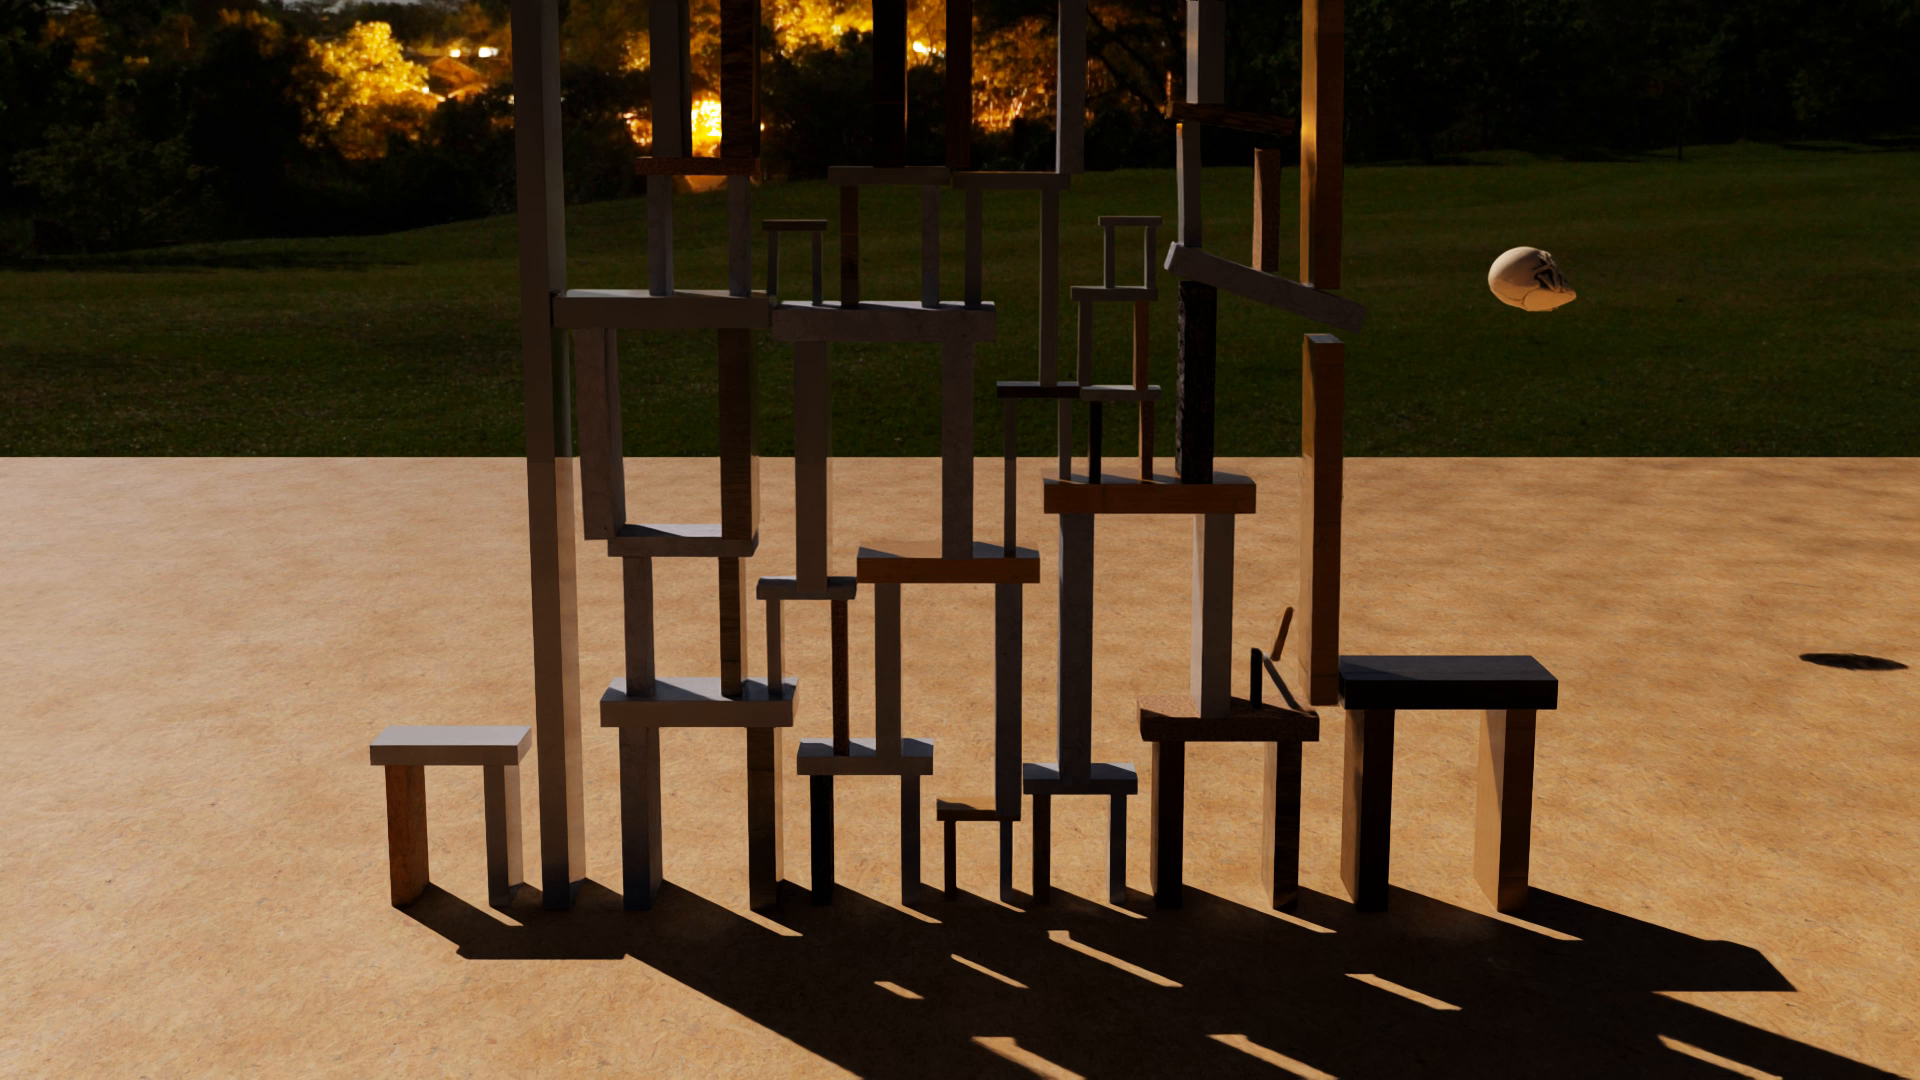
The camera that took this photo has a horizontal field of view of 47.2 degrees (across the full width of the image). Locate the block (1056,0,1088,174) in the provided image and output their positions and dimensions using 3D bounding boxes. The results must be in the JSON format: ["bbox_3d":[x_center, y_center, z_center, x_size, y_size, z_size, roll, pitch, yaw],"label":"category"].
[{"bbox_3d":[0.173,-0.709,3.421,0.037,0.272,0.131,1,11,0],"label":"block"}]

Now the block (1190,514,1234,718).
[{"bbox_3d":[0.410,0.107,3.581,0.047,0.334,0.167,0,11,0],"label":"block"}]

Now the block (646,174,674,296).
[{"bbox_3d":[-0.473,-0.482,3.469,0.026,0.186,0.093,0,11,0],"label":"block"}]

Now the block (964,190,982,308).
[{"bbox_3d":[0.021,-0.461,3.470,0.026,0.182,0.091,0,11,0],"label":"block"}]

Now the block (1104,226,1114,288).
[{"bbox_3d":[0.236,-0.448,3.474,0.014,0.097,0.049,-1,11,0],"label":"block"}]

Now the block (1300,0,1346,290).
[{"bbox_3d":[0.566,-0.651,3.439,0.041,0.507,0.145,-1,11,0],"label":"block"}]

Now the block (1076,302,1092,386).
[{"bbox_3d":[0.198,-0.315,3.497,0.019,0.134,0.067,1,11,0],"label":"block"}]

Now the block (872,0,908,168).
[{"bbox_3d":[-0.108,-0.758,3.410,0.048,0.354,0.170,0,11,0],"label":"block"}]

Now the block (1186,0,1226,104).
[{"bbox_3d":[0.381,-0.823,3.407,0.041,0.290,0.145,-1,11,-1],"label":"block"}]

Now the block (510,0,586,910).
[{"bbox_3d":[-0.660,-0.159,3.534,0.044,1.522,0.156,0,11,0],"label":"block"}]

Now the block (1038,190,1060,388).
[{"bbox_3d":[0.140,-0.400,3.481,0.026,0.307,0.091,0,11,0],"label":"block"}]

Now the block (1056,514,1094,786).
[{"bbox_3d":[0.187,0.162,3.590,0.047,0.445,0.167,0,11,0],"label":"block"}]

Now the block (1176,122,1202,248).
[{"bbox_3d":[0.360,-0.559,3.456,0.027,0.190,0.095,-2,11,0],"label":"block"}]

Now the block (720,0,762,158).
[{"bbox_3d":[-0.339,-0.765,3.407,0.048,0.340,0.170,1,11,-1],"label":"block"}]

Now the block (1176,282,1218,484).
[{"bbox_3d":[0.376,-0.253,3.509,0.043,0.307,0.153,0,11,0],"label":"block"}]

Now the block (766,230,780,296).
[{"bbox_3d":[-0.295,-0.440,3.479,0.014,0.101,0.050,2,11,-1],"label":"block"}]

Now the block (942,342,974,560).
[{"bbox_3d":[-0.004,-0.154,3.526,0.049,0.346,0.173,0,10,0],"label":"block"}]

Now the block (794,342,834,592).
[{"bbox_3d":[-0.234,-0.128,3.529,0.049,0.398,0.173,0,11,0],"label":"block"}]

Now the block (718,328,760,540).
[{"bbox_3d":[-0.353,-0.180,3.529,0.047,0.334,0.167,0,11,0],"label":"block"}]

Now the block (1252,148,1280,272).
[{"bbox_3d":[0.483,-0.520,3.465,0.027,0.190,0.095,0,11,0],"label":"block"}]

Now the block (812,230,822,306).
[{"bbox_3d":[-0.226,-0.431,3.480,0.014,0.118,0.050,0,11,-2],"label":"block"}]

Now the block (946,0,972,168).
[{"bbox_3d":[-0.001,-0.713,3.417,0.037,0.263,0.131,1,11,1],"label":"block"}]

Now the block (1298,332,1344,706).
[{"bbox_3d":[0.583,-0.035,3.555,0.043,0.584,0.153,-1,11,1],"label":"block"}]

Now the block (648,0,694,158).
[{"bbox_3d":[-0.450,-0.755,3.424,0.044,0.312,0.156,0,11,0],"label":"block"}]

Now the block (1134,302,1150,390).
[{"bbox_3d":[0.288,-0.312,3.499,0.019,0.140,0.067,0,11,1],"label":"block"}]

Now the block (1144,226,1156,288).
[{"bbox_3d":[0.300,-0.448,3.474,0.014,0.097,0.049,-1,11,0],"label":"block"}]

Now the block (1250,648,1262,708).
[{"bbox_3d":[0.486,0.227,3.604,0.013,0.091,0.045,0,11,0],"label":"block"}]

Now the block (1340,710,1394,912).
[{"bbox_3d":[0.672,0.423,3.636,0.048,0.340,0.170,0,11,0],"label":"block"}]

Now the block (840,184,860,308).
[{"bbox_3d":[-0.172,-0.465,3.467,0.027,0.190,0.095,0,11,-1],"label":"block"}]

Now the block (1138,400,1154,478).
[{"bbox_3d":[0.299,-0.165,3.530,0.018,0.125,0.063,0,11,0],"label":"block"}]

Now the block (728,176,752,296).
[{"bbox_3d":[-0.348,-0.483,3.474,0.026,0.186,0.093,0,11,-1],"label":"block"}]

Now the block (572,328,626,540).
[{"bbox_3d":[-0.576,-0.179,3.523,0.047,0.334,0.167,-2,11,-2],"label":"block"}]

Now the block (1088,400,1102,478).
[{"bbox_3d":[0.216,-0.165,3.531,0.018,0.125,0.063,0,11,0],"label":"block"}]

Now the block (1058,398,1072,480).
[{"bbox_3d":[0.168,-0.167,3.527,0.018,0.131,0.065,0,11,0],"label":"block"}]

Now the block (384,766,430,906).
[{"bbox_3d":[-0.916,0.472,3.647,0.034,0.239,0.120,0,11,0],"label":"block"}]

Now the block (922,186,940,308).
[{"bbox_3d":[-0.047,-0.466,3.471,0.027,0.190,0.095,0,11,-1],"label":"block"}]

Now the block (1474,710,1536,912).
[{"bbox_3d":[0.899,0.423,3.636,0.048,0.340,0.170,0,11,0],"label":"block"}]

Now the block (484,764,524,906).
[{"bbox_3d":[-0.756,0.472,3.647,0.034,0.239,0.120,0,11,0],"label":"block"}]

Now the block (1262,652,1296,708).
[{"bbox_3d":[0.521,0.230,3.605,0.013,0.091,0.045,-32,9,6],"label":"block"}]

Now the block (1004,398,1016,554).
[{"bbox_3d":[0.080,-0.108,3.538,0.018,0.251,0.065,0,11,0],"label":"block"}]
